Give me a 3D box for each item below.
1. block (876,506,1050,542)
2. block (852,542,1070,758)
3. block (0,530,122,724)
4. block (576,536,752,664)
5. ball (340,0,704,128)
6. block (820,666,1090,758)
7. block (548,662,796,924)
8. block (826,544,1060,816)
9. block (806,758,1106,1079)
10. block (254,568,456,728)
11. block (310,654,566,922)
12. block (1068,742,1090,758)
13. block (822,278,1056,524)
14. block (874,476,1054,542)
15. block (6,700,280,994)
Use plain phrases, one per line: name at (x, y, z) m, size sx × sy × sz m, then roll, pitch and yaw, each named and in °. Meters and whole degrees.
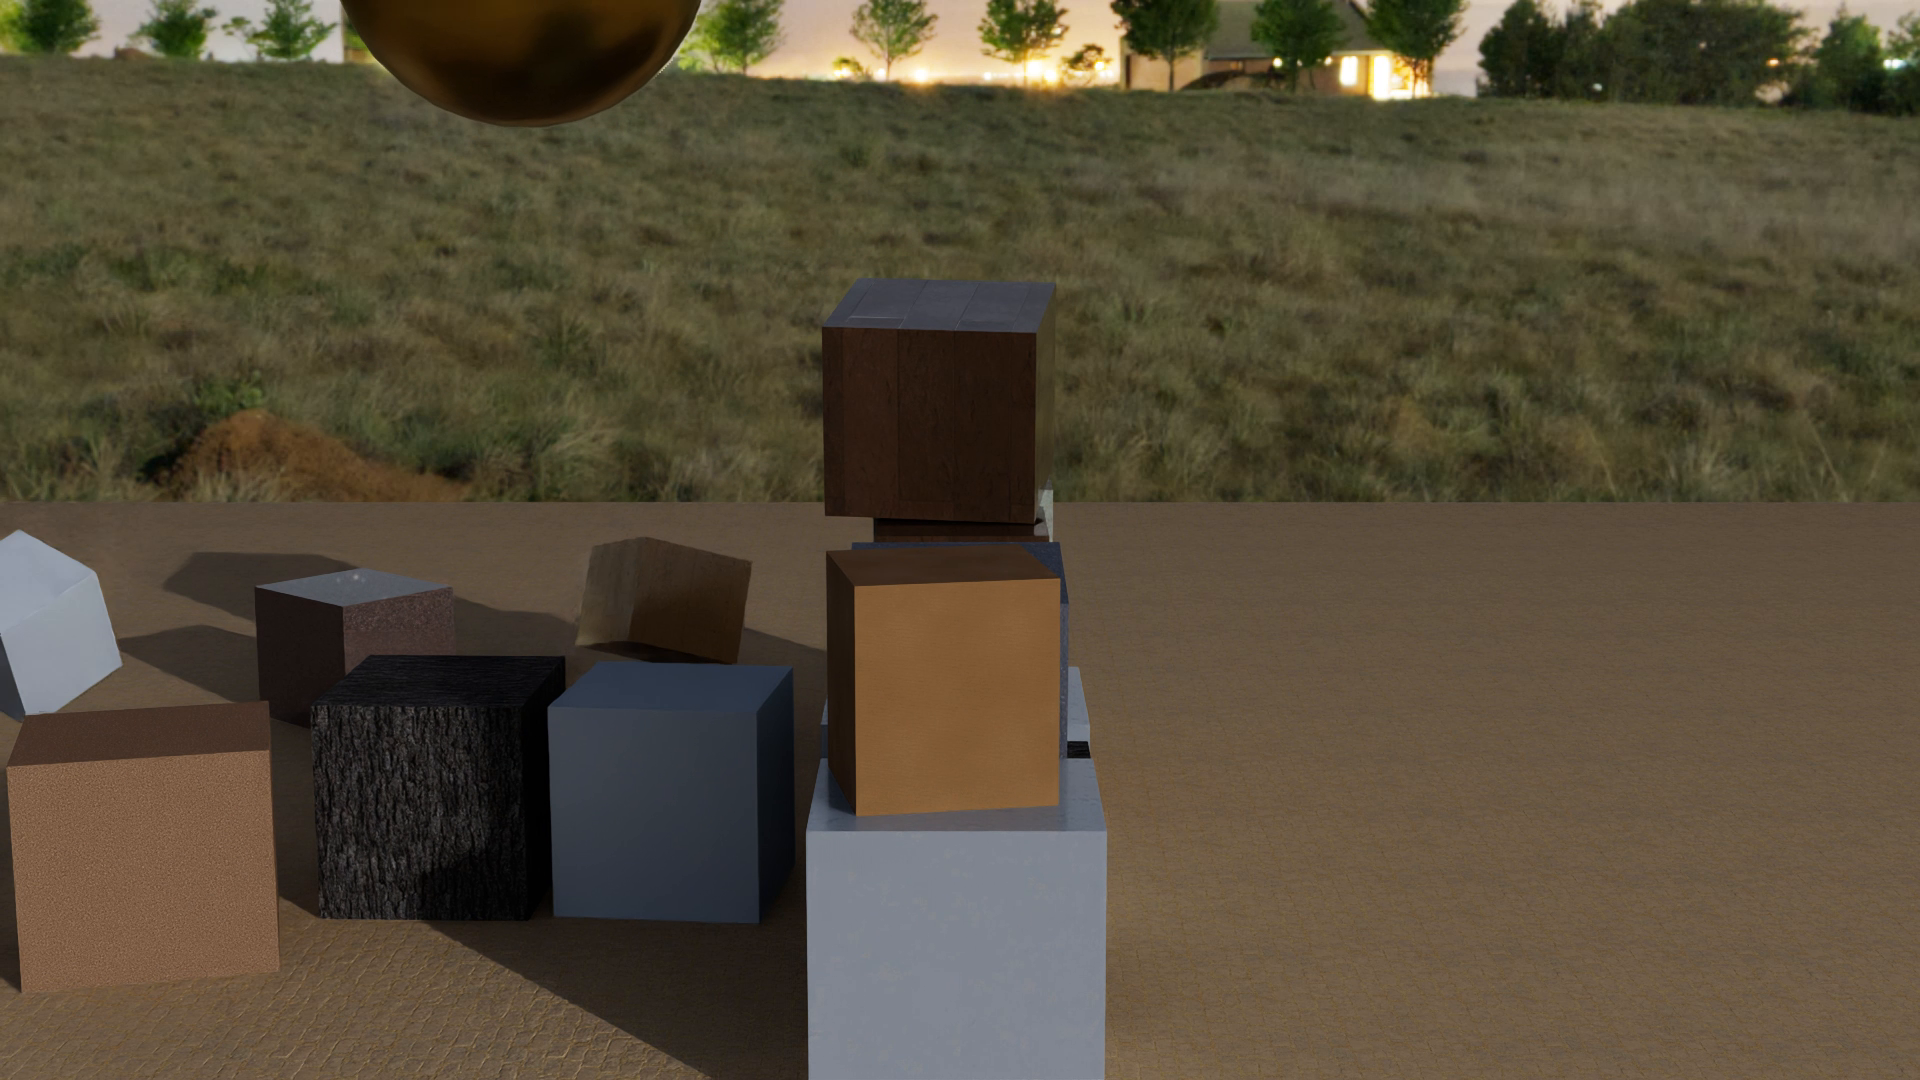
block at (0.010, 0.272, 11.679) m, size 0.760 × 0.730 × 0.781 m, roll 0°, pitch 10°, yaw 0°
block at (-0.014, 0.457, 9.985) m, size 0.829 × 0.698 × 0.791 m, roll 0°, pitch 17°, yaw 0°
block at (-4.649, 0.440, 12.755) m, size 0.581 × 0.615 × 0.578 m, roll 24°, pitch 45°, yaw 27°
block at (-1.723, 0.375, 14.908) m, size 0.697 × 0.598 × 0.716 m, roll 14°, pitch -12°, yaw -31°
ball at (-1.834, -2.531, 10.720) m, size 1.600 × 1.600 × 1.600 m, roll 0°, pitch 10°, yaw 0°
block at (-0.018, 1.108, 10.846) m, size 1.076 × 0.939 × 1.016 m, roll 0°, pitch 10°, yaw 0°
block at (-1.228, 1.075, 11.108) m, size 0.881 × 0.911 × 0.849 m, roll 1°, pitch 10°, yaw 7°
block at (-0.069, 0.472, 8.926) m, size 0.699 × 0.788 × 0.653 m, roll -2°, pitch 10°, yaw -11°
block at (-0.012, 1.392, 8.989) m, size 0.992 × 1.045 × 0.912 m, roll 0°, pitch 10°, yaw 0°
block at (-3.334, 0.613, 14.166) m, size 0.818 × 0.726 × 0.722 m, roll 9°, pitch 14°, yaw 41°
block at (-2.236, 1.059, 11.167) m, size 0.882 × 0.922 × 0.952 m, roll 0°, pitch 10°, yaw 2°
block at (-0.001, 1.314, 9.901) m, size 1.024 × 0.873 × 0.895 m, roll 0°, pitch 10°, yaw 0°
block at (-0.077, -0.666, 11.911) m, size 0.952 × 0.876 × 1.034 m, roll 2°, pitch 18°, yaw 7°
block at (0.014, 0.048, 12.437) m, size 0.841 × 0.712 × 0.768 m, roll 0°, pitch 10°, yaw 0°
block at (-3.266, 1.215, 10.352) m, size 0.965 × 0.906 × 0.823 m, roll -3°, pitch 11°, yaw -15°
